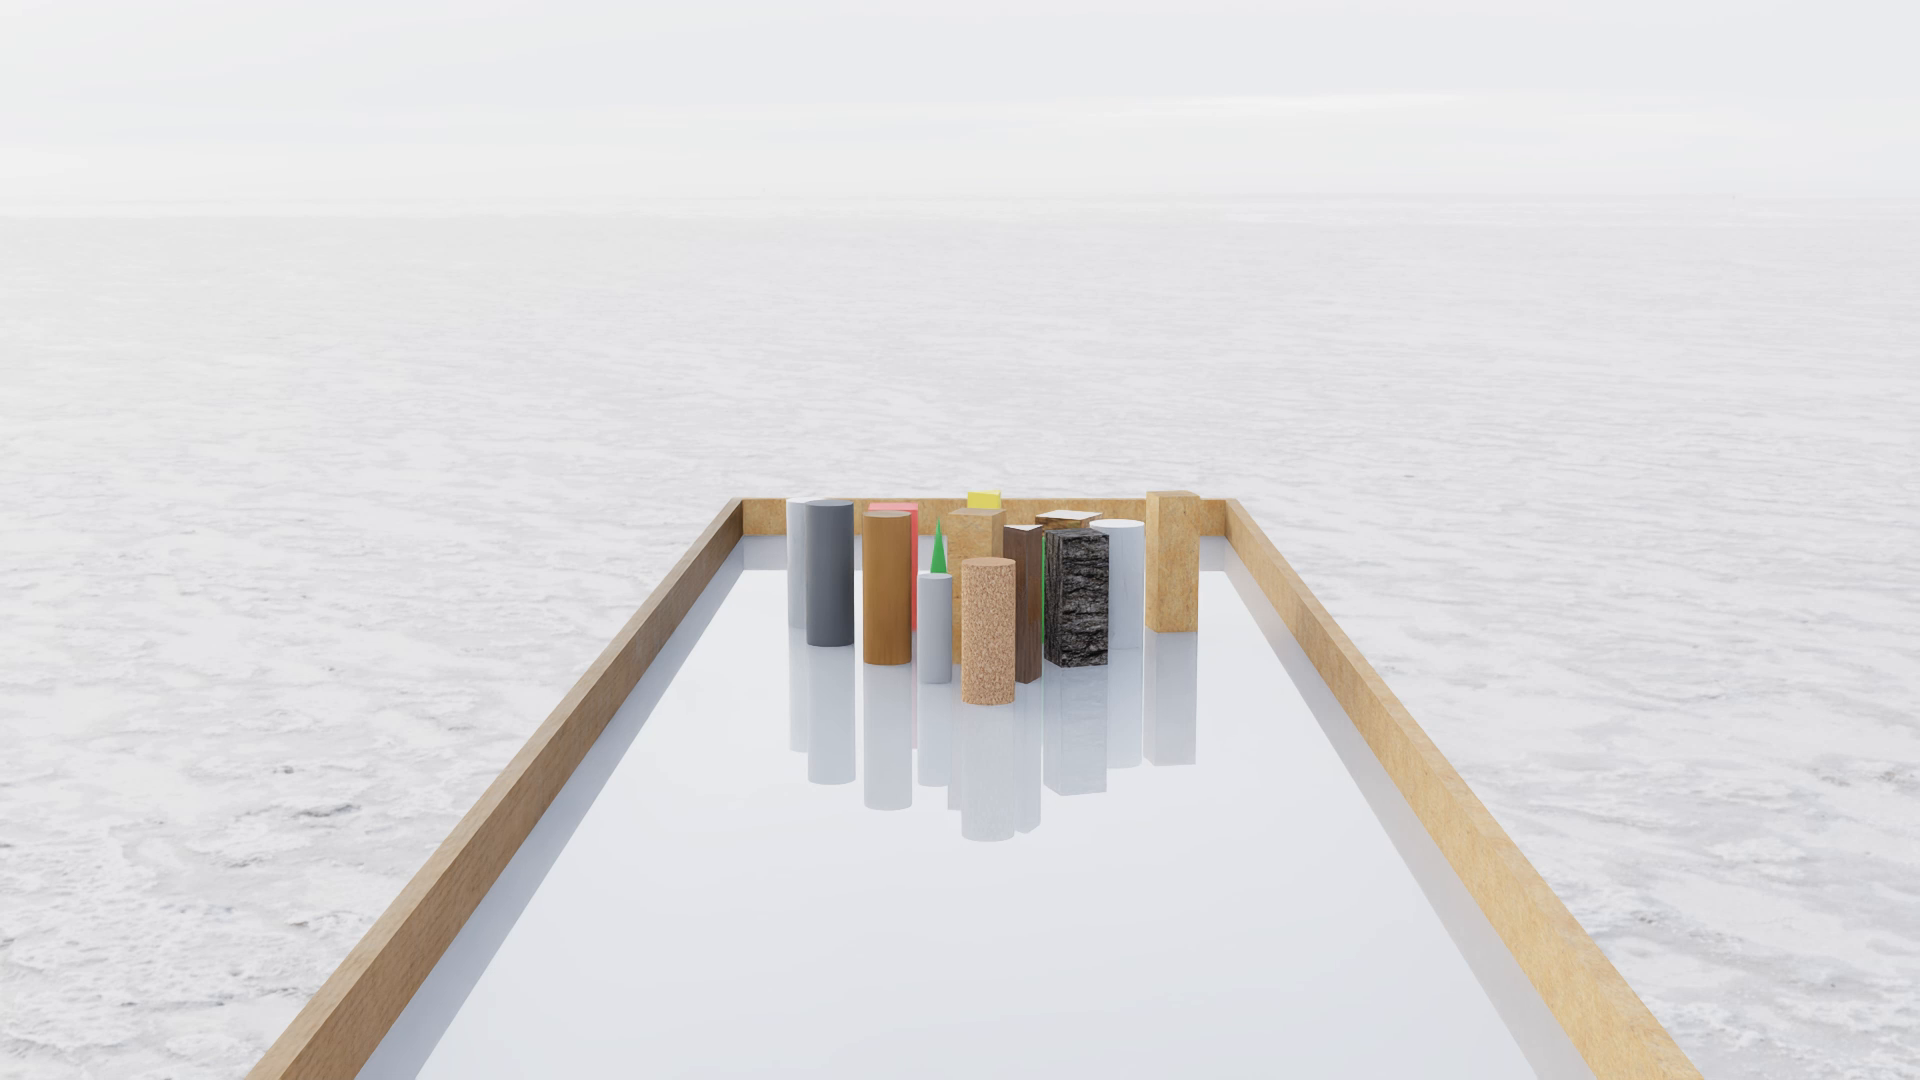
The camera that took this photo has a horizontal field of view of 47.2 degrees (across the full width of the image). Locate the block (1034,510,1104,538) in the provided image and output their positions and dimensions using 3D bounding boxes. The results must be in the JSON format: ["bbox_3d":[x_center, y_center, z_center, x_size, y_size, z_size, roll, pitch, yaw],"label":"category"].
[{"bbox_3d":[0.354,0.103,7.164,0.164,0.375,0.164,5,10,29],"label":"block"}]

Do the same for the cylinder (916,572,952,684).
[{"bbox_3d":[-0.074,0.257,6.404,0.103,0.308,0.103,0,9,0],"label":"cylinder"}]

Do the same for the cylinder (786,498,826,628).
[{"bbox_3d":[-0.501,0.074,7.212,0.133,0.416,0.133,0,9,0],"label":"cylinder"}]

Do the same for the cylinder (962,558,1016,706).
[{"bbox_3d":[0.079,0.254,6.152,0.150,0.392,0.150,0,9,0],"label":"cylinder"}]

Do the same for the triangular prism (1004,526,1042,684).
[{"bbox_3d":[0.199,0.183,6.415,0.098,0.450,0.113,-6,11,-35],"label":"triangular prism"}]

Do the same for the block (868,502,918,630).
[{"bbox_3d":[-0.217,0.086,7.197,0.158,0.397,0.158,0,9,-1],"label":"block"}]

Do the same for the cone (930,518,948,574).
[{"bbox_3d":[-0.067,0.122,6.947,0.120,0.404,0.120,0,9,0],"label":"cone"}]

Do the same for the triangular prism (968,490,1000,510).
[{"bbox_3d":[0.102,0.060,7.221,0.119,0.442,0.103,6,11,34],"label":"triangular prism"}]

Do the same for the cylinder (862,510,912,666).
[{"bbox_3d":[-0.221,0.143,6.662,0.148,0.452,0.148,0,9,0],"label":"cylinder"}]

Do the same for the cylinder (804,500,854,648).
[{"bbox_3d":[-0.410,0.103,6.932,0.153,0.446,0.153,0,9,0],"label":"cylinder"}]

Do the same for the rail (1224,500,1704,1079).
[{"bbox_3d":[1.046,0.843,3.208,0.050,0.150,12.000,0,9,1],"label":"rail"}]

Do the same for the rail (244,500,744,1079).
[{"bbox_3d":[-1.004,0.839,3.234,0.050,0.150,12.000,0,9,1],"label":"rail"}]

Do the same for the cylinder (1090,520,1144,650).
[{"bbox_3d":[0.492,0.137,6.915,0.174,0.384,0.174,0,9,0],"label":"cylinder"}]

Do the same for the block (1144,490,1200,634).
[{"bbox_3d":[0.690,0.069,7.156,0.138,0.444,0.138,-2,9,-12],"label":"block"}]

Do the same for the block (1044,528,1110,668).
[{"bbox_3d":[0.351,0.173,6.650,0.149,0.396,0.149,-3,10,-19],"label":"block"}]

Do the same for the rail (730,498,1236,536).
[{"bbox_3d":[0.099,-0.098,9.147,2.100,0.150,0.050,0,9,1],"label":"rail"}]

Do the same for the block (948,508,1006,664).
[{"bbox_3d":[0.052,0.140,6.663,0.141,0.457,0.141,3,10,19],"label":"block"}]

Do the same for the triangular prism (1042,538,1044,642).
[{"bbox_3d":[0.230,0.155,6.961,0.091,0.335,0.078,-2,9,-14],"label":"triangular prism"}]
